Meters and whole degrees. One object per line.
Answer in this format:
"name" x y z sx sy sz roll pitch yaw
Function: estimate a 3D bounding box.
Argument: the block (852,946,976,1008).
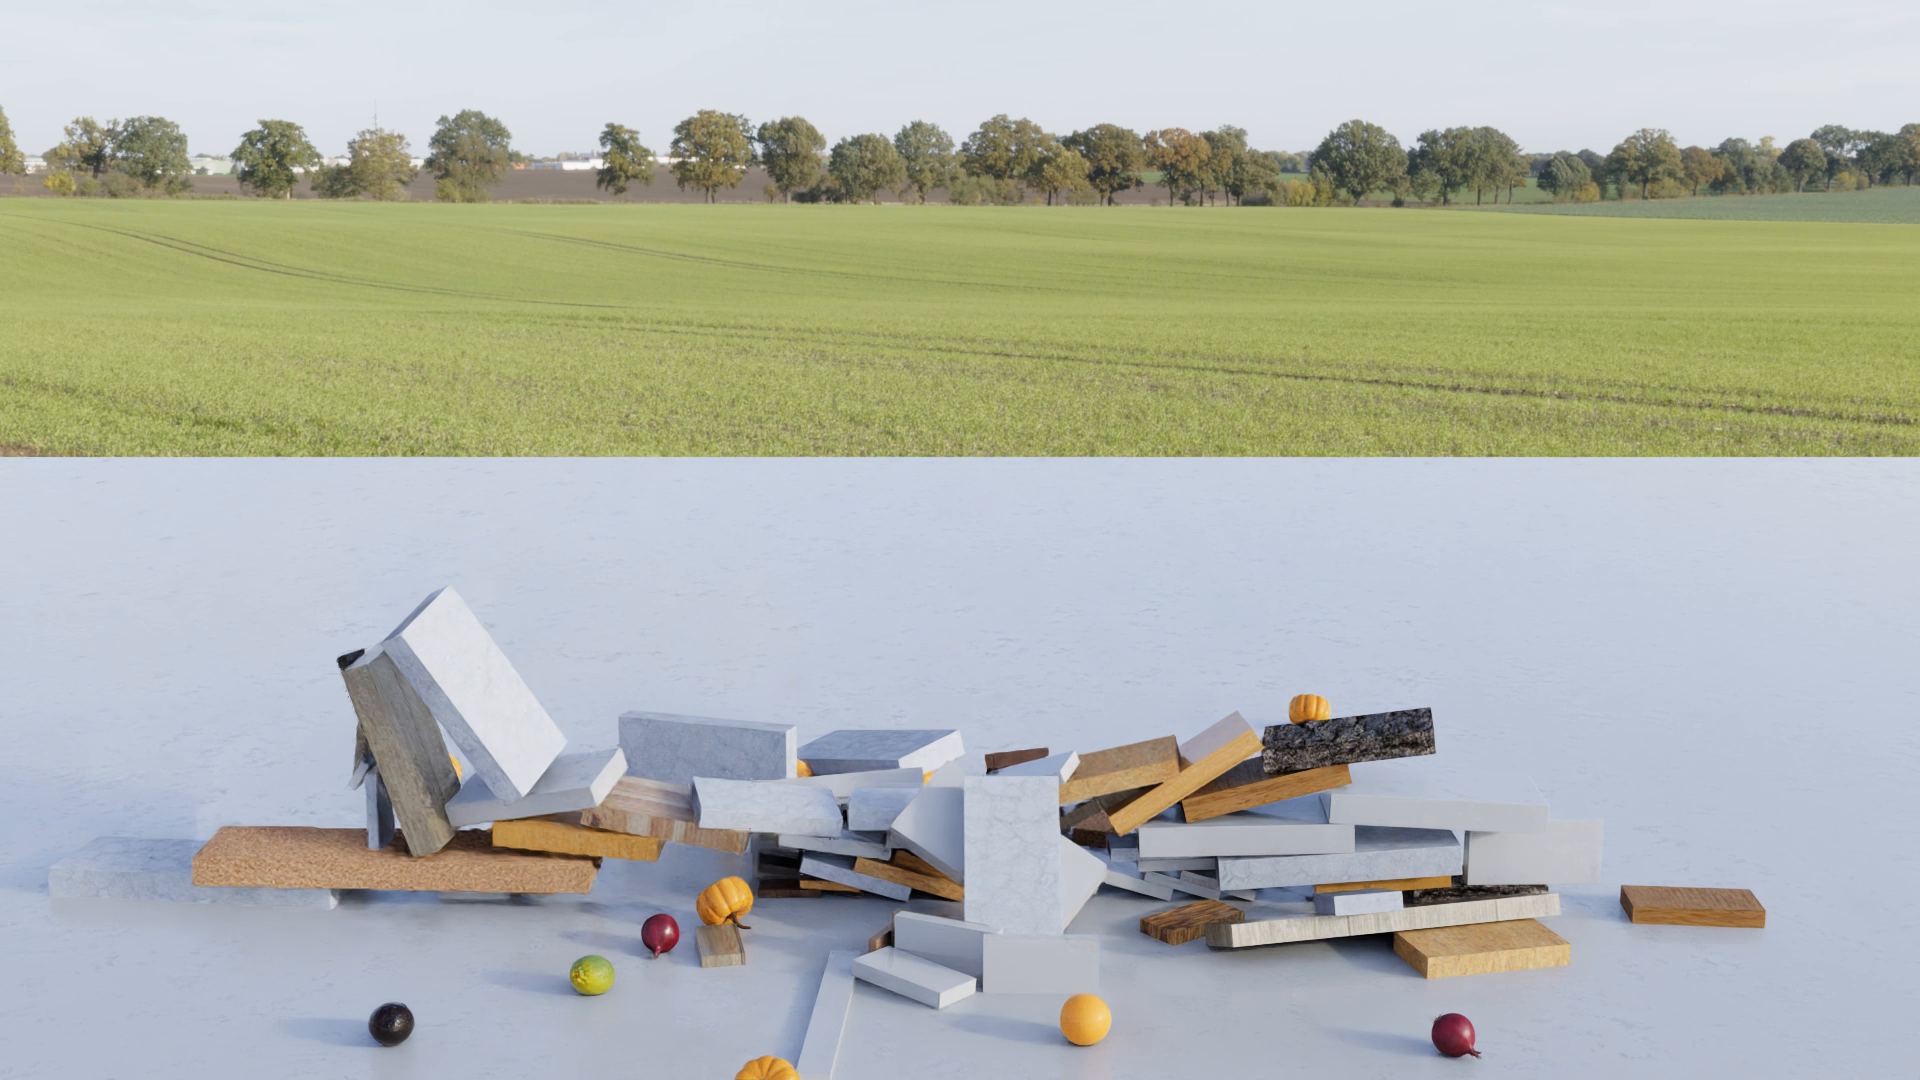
"block" -0.069 0.647 3.259 0.169 0.024 0.085 13 14 37

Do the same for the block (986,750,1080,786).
"block" 0.109 0.388 3.595 0.161 0.023 0.081 -17 13 26

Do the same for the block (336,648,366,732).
"block" -0.977 0.247 3.606 0.019 0.131 0.066 -19 3 13

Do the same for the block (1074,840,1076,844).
"block" 0.084 0.494 3.744 0.215 0.108 0.030 -9 19 0

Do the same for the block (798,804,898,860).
"block" -0.156 0.507 3.732 0.239 0.119 0.034 -6 11 -3

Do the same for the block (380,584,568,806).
"block" -0.779 0.249 3.544 0.047 0.329 0.164 -25 18 28

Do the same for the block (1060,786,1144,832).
"block" 0.234 0.426 3.653 0.161 0.023 0.081 -30 9 17

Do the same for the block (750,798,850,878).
"block" -0.192 0.502 3.765 0.330 0.117 0.033 -4 11 -4

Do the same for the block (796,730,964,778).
"block" -0.175 0.416 4.237 0.342 0.048 0.171 -5 12 44

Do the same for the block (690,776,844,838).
"block" -0.320 0.440 3.620 0.235 0.033 0.117 7 18 -17

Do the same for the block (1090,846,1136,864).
"block" 0.372 0.551 3.797 0.292 0.029 0.103 0 11 1

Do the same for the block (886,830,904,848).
"block" 0.007 0.474 3.654 0.259 0.034 0.119 -1 11 -2

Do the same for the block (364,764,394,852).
"block" -0.954 0.438 3.616 0.019 0.131 0.066 2 12 7

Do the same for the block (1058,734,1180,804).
"block" 0.241 0.379 3.605 0.237 0.034 0.118 -13 13 8

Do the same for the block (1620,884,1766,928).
"block" 1.187 0.594 3.567 0.206 0.029 0.103 1 11 6

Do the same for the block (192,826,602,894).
"block" -0.920 0.527 3.631 0.636 0.047 0.164 1 11 -2

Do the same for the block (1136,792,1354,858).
"block" 0.466 0.470 3.640 0.346 0.049 0.173 -1 11 2

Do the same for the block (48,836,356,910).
"block" -1.260 0.558 3.705 0.492 0.048 0.171 1 11 8

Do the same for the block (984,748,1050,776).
"block" 0.099 0.436 3.764 0.108 0.215 0.030 -6 49 -4

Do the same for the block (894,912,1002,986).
"block" -0.018 0.615 3.305 0.169 0.085 0.024 5 12 26

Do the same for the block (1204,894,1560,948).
"block" 0.664 0.595 3.450 0.550 0.034 0.118 -3 -8 -14

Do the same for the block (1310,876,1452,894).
"block" 0.692 0.550 3.648 0.221 0.031 0.110 -4 11 0

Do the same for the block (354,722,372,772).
"block" -0.984 0.340 3.646 0.015 0.103 0.052 14 23 7

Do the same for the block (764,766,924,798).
"block" -0.213 0.456 3.844 0.301 0.043 0.150 -5 -26 -3

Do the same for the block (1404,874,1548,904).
"block" 0.855 0.575 3.664 0.221 0.031 0.110 0 11 0

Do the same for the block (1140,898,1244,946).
"block" 0.371 0.609 3.508 0.155 0.022 0.077 -8 13 -37

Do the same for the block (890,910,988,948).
"block" -0.031 0.612 3.337 0.155 0.077 0.022 5 12 26

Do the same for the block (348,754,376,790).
"block" -0.970 0.371 3.623 0.015 0.052 0.104 34 16 0

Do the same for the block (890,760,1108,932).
"block" 0.060 0.496 3.502 0.317 0.043 0.150 31 61 21

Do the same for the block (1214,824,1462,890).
"block" 0.617 0.516 3.645 0.392 0.049 0.173 -4 11 2

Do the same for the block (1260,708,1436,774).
"block" 0.636 0.327 3.599 0.274 0.039 0.137 -8 10 12

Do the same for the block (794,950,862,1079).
"block" -0.186 0.678 3.158 0.047 0.013 0.454 1 11 3

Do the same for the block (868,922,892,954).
"block" -0.113 0.621 3.375 0.013 0.047 0.094 5 12 24

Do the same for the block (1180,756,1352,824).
"block" 0.497 0.396 3.630 0.275 0.039 0.137 -14 10 2
